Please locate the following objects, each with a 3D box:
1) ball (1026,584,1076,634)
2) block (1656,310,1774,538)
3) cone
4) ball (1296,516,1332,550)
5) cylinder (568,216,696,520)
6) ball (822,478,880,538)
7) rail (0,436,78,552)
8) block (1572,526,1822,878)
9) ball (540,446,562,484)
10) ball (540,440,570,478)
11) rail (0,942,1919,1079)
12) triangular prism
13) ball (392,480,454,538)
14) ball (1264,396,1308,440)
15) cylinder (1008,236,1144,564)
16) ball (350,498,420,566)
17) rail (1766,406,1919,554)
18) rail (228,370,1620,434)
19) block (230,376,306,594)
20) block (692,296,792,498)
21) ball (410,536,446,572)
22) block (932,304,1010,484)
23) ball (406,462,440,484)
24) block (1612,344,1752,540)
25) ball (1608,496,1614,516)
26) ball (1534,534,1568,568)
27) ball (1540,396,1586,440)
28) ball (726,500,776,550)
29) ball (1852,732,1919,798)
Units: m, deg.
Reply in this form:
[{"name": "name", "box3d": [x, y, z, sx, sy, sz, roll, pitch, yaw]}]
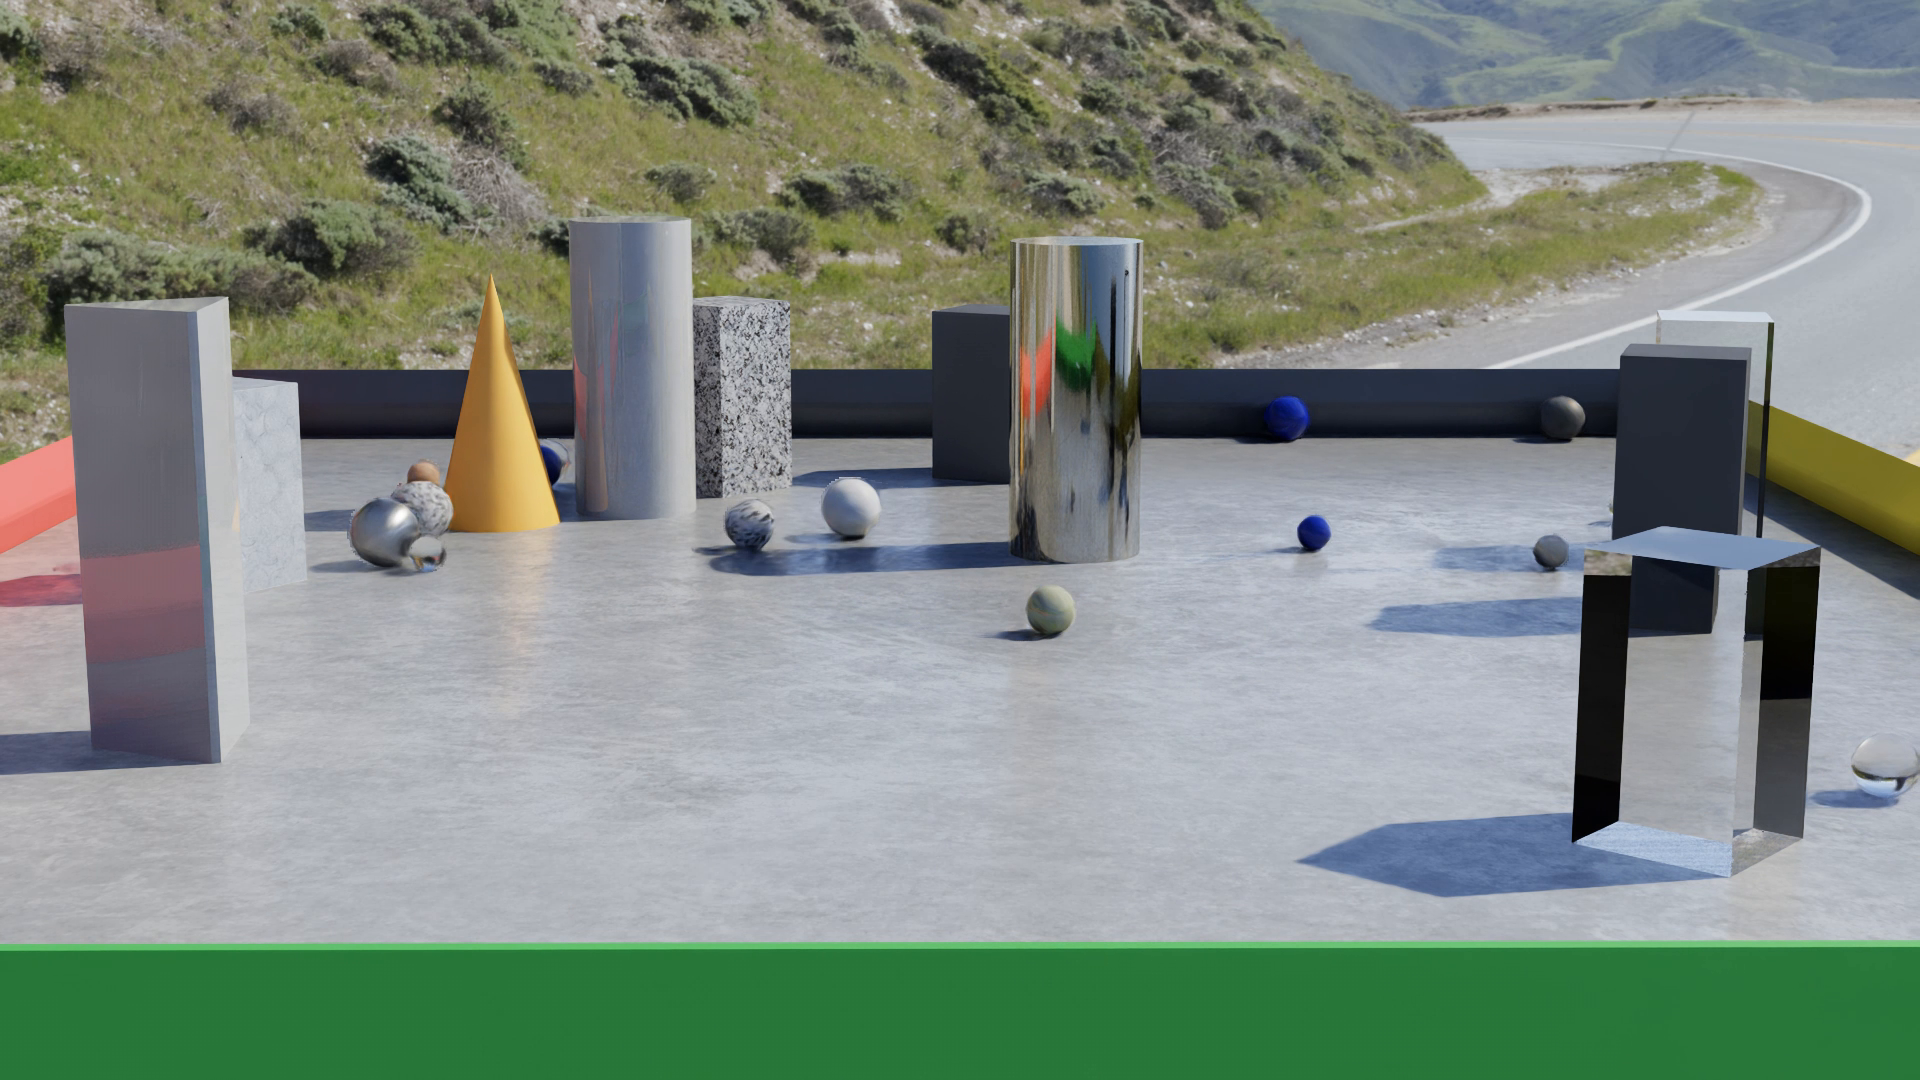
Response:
[{"name": "ball", "box3d": [0.118, 0.090, 3.323, 0.065, 0.065, 0.065, 0, 10, 0]}, {"name": "block", "box3d": [1.127, -0.159, 3.866, 0.159, 0.358, 0.159, 2, 11, 13]}, {"name": "cone", "box3d": [-0.746, -0.228, 4.113, 0.199, 0.403, 0.199, 0, 10, 0]}, {"name": "ball", "box3d": [0.539, -0.011, 3.907, 0.052, 0.052, 0.052, 0, 10, 0]}, {"name": "cylinder", "box3d": [-0.538, -0.287, 4.222, 0.199, 0.480, 0.199, 0, 10, 0]}, {"name": "ball", "box3d": [-0.170, -0.050, 4.007, 0.092, 0.092, 0.092, 0, 10, 0]}, {"name": "rail", "box3d": [-1.426, 0.035, 3.441, 0.045, 0.129, 3.398, 0, 10, 0]}, {"name": "block", "box3d": [0.693, 0.146, 2.416, 0.159, 0.284, 0.159, 9, 14, 40]}, {"name": "ball", "box3d": [-0.732, -0.127, 4.469, 0.076, 0.076, 0.076, 0, 10, 0]}, {"name": "ball", "box3d": [-0.728, -0.140, 4.548, 0.072, 0.072, 0.072, 0, 10, 0]}, {"name": "rail", "box3d": [0.010, 0.338, 1.801, 2.900, 0.129, 0.045, 0, 10, 0]}, {"name": "triangular prism", "box3d": [-0.832, -0.018, 2.771, 0.172, 0.478, 0.149, 5, 12, 25]}, {"name": "ball", "box3d": [-0.831, -0.043, 3.957, 0.097, 0.097, 0.097, 0, 10, 0]}, {"name": "ball", "box3d": [0.641, -0.239, 5.042, 0.088, 0.088, 0.088, 0, 10, 0]}, {"name": "cylinder", "box3d": [0.173, -0.214, 3.856, 0.199, 0.470, 0.199, 0, 10, 0]}, {"name": "ball", "box3d": [-0.847, -0.011, 3.776, 0.100, 0.100, 0.100, 0, 10, 0]}, {"name": "rail", "box3d": [1.426, 0.032, 3.457, 0.045, 0.129, 3.398, 0, 10, 0]}, {"name": "rail", "box3d": [-0.010, -0.271, 5.096, 2.900, 0.129, 0.045, 0, 10, 0]}, {"name": "block", "box3d": [-1.048, -0.079, 3.634, 0.159, 0.284, 0.159, 7, 12, 32]}, {"name": "block", "box3d": [-0.406, -0.252, 4.458, 0.159, 0.326, 0.159, 10, 14, 43]}, {"name": "ball", "box3d": [-0.777, 0.020, 3.740, 0.052, 0.052, 0.052, 0, 10, 0]}, {"name": "block", "box3d": [0.057, -0.264, 4.596, 0.159, 0.299, 0.159, 5, 12, 26]}, {"name": "ball", "box3d": [-0.922, -0.106, 4.411, 0.056, 0.056, 0.056, 0, 10, 0]}, {"name": "block", "box3d": [0.967, -0.078, 3.445, 0.159, 0.352, 0.159, 4, 11, 19]}, {"name": "ball", "box3d": [1.070, -0.053, 4.123, 0.055, 0.055, 0.055, 0, 10, 0]}, {"name": "ball", "box3d": [0.867, 0.017, 3.762, 0.050, 0.050, 0.050, 0, 10, 0]}, {"name": "ball", "box3d": [1.185, -0.240, 5.046, 0.087, 0.087, 0.087, 0, 10, 0]}, {"name": "ball", "box3d": [-0.320, -0.023, 3.907, 0.076, 0.076, 0.076, 0, 10, 0]}, {"name": "ball", "box3d": [0.931, 0.227, 2.580, 0.066, 0.066, 0.066, 0, 10, 0]}]
